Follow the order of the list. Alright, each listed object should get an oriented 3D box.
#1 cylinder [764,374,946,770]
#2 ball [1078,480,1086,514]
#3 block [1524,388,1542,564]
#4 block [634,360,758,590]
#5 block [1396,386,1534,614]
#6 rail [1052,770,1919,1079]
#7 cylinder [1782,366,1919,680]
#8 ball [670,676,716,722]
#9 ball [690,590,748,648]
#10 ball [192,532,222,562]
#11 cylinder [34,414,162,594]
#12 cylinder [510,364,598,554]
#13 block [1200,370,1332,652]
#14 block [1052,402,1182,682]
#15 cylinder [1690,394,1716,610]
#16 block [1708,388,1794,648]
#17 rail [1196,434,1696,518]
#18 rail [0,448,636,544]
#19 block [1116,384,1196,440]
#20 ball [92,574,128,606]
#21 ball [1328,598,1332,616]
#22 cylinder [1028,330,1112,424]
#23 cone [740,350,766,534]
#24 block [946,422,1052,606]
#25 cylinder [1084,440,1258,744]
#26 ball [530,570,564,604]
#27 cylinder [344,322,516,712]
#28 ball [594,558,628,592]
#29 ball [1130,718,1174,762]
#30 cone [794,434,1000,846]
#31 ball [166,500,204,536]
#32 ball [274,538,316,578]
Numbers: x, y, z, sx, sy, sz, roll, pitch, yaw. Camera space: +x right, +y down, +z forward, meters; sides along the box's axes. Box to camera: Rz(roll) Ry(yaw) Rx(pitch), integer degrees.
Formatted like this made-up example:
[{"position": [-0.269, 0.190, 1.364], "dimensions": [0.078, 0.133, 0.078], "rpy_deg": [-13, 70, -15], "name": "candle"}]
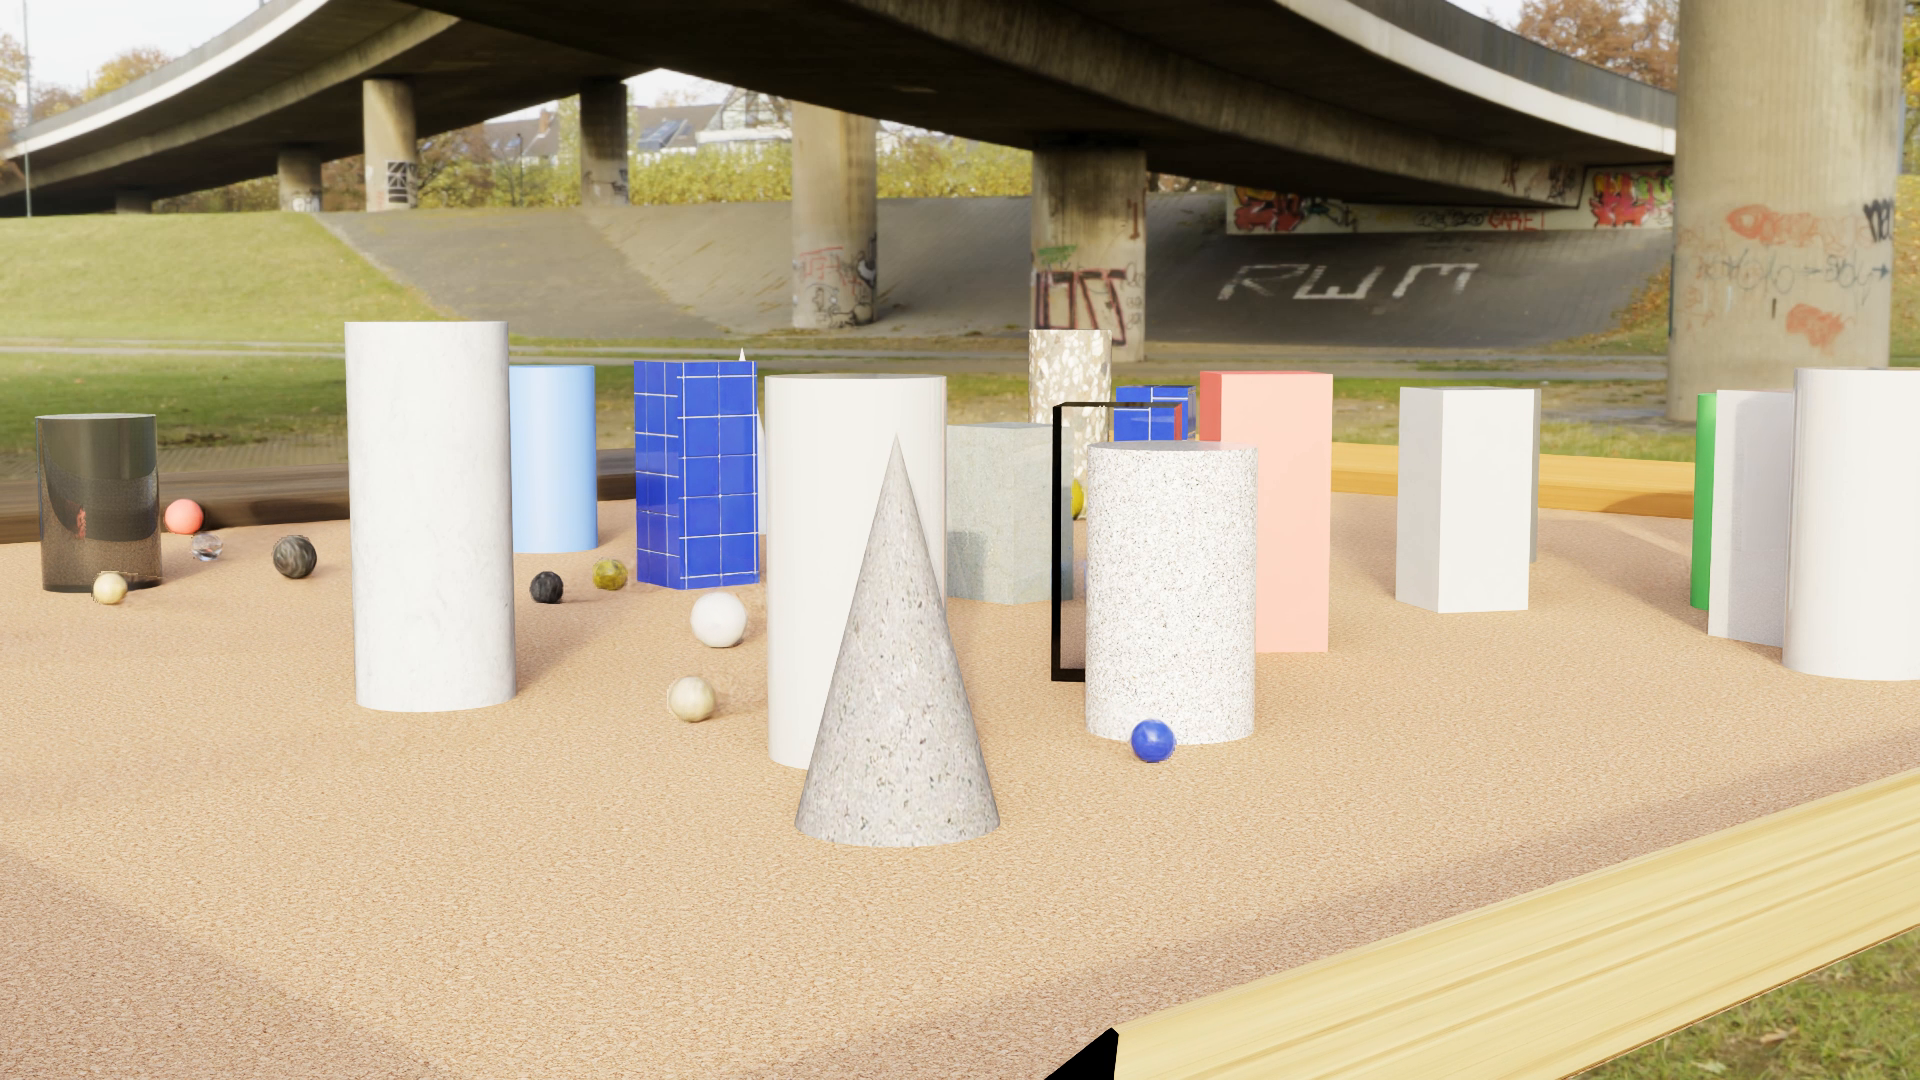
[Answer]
[{"position": [-0.101, 0.026, 2.167], "dimensions": [0.178, 0.374, 0.178], "rpy_deg": [0, 6, 0], "name": "cylinder"}, {"position": [0.219, -0.089, 4.577], "dimensions": [0.089, 0.089, 0.089], "rpy_deg": [0, 6, 0], "name": "ball"}, {"position": [0.896, -0.110, 3.784], "dimensions": [0.142, 0.300, 0.142], "rpy_deg": [6, 8, 42], "name": "block"}, {"position": [-0.421, -0.108, 3.513], "dimensions": [0.142, 0.354, 0.142], "rpy_deg": [-4, 8, -36], "name": "block"}, {"position": [0.743, -0.063, 3.246], "dimensions": [0.142, 0.321, 0.142], "rpy_deg": [-2, 6, -14], "name": "block"}, {"position": [1.183, 0.167, 2.057], "dimensions": [3.908, 0.116, 0.045], "rpy_deg": [-6, 8, -42], "name": "rail"}, {"position": [1.104, -0.025, 2.679], "dimensions": [0.178, 0.367, 0.178], "rpy_deg": [0, 6, 0], "name": "cylinder"}, {"position": [-0.285, 0.170, 2.348], "dimensions": [0.050, 0.050, 0.050], "rpy_deg": [0, 6, 0], "name": "ball"}, {"position": [-0.313, 0.103, 2.853], "dimensions": [0.074, 0.074, 0.074], "rpy_deg": [0, 6, 0], "name": "ball"}, {"position": [-1.308, 0.012, 3.818], "dimensions": [0.050, 0.050, 0.050], "rpy_deg": [0, 6, 0], "name": "ball"}, {"position": [-1.358, -0.061, 3.471], "dimensions": [0.178, 0.269, 0.178], "rpy_deg": [0, 6, 0], "name": "cylinder"}, {"position": [-0.754, -0.151, 4.015], "dimensions": [0.178, 0.332, 0.178], "rpy_deg": [0, 6, 0], "name": "cylinder"}, {"position": [0.396, -0.040, 2.873], "dimensions": [0.142, 0.356, 0.142], "rpy_deg": [-1, 6, -5], "name": "block"}, {"position": [0.190, 0.000, 2.645], "dimensions": [0.142, 0.325, 0.142], "rpy_deg": [1, 6, 9], "name": "block"}, {"position": [1.170, -0.056, 3.227], "dimensions": [0.178, 0.312, 0.178], "rpy_deg": [0, 6, 0], "name": "cylinder"}, {"position": [1.107, -0.033, 2.923], "dimensions": [0.142, 0.330, 0.142], "rpy_deg": [-3, 7, -28], "name": "block"}, {"position": [1.419, -0.110, 4.634], "dimensions": [0.045, 0.116, 3.538], "rpy_deg": [-6, 8, -42], "name": "rail"}, {"position": [-1.183, -0.107, 4.608], "dimensions": [3.908, 0.116, 0.045], "rpy_deg": [-6, 8, -42], "name": "rail"}, {"position": [0.395, -0.170, 4.435], "dimensions": [0.142, 0.280, 0.142], "rpy_deg": [1, 6, 13], "name": "block"}, {"position": [-1.260, 0.073, 3.261], "dimensions": [0.048, 0.048, 0.048], "rpy_deg": [0, 6, 0], "name": "ball"}, {"position": [0.498, 0.094, 3.078], "dimensions": [0.045, 0.045, 0.045], "rpy_deg": [0, 6, 0], "name": "ball"}, {"position": [0.235, -0.254, 4.705], "dimensions": [0.178, 0.390, 0.178], "rpy_deg": [0, 6, 0], "name": "cylinder"}, {"position": [-0.426, -0.198, 4.322], "dimensions": [0.178, 0.360, 0.178], "rpy_deg": [0, 6, 0], "name": "cone"}, {"position": [0.078, -0.044, 3.350], "dimensions": [0.142, 0.261, 0.142], "rpy_deg": [6, 9, 44], "name": "block"}, {"position": [0.221, 0.050, 2.302], "dimensions": [0.178, 0.298, 0.178], "rpy_deg": [0, 6, 0], "name": "cylinder"}, {"position": [-0.615, 0.071, 3.272], "dimensions": [0.050, 0.050, 0.050], "rpy_deg": [0, 6, 0], "name": "ball"}, {"position": [-0.595, -0.032, 2.475], "dimensions": [0.178, 0.425, 0.178], "rpy_deg": [0, 6, 0], "name": "cylinder"}, {"position": [-0.543, 0.054, 3.423], "dimensions": [0.051, 0.051, 0.051], "rpy_deg": [0, 6, 0], "name": "ball"}, {"position": [0.188, 0.195, 2.144], "dimensions": [0.043, 0.043, 0.043], "rpy_deg": [0, 6, 0], "name": "ball"}, {"position": [-0.054, 0.075, 1.880], "dimensions": [0.178, 0.337, 0.178], "rpy_deg": [0, 6, 0], "name": "cone"}, {"position": [-1.500, -0.044, 4.251], "dimensions": [0.070, 0.070, 0.070], "rpy_deg": [0, 6, 0], "name": "ball"}, {"position": [-1.080, 0.029, 3.573], "dimensions": [0.068, 0.068, 0.068], "rpy_deg": [0, 6, 0], "name": "ball"}]
